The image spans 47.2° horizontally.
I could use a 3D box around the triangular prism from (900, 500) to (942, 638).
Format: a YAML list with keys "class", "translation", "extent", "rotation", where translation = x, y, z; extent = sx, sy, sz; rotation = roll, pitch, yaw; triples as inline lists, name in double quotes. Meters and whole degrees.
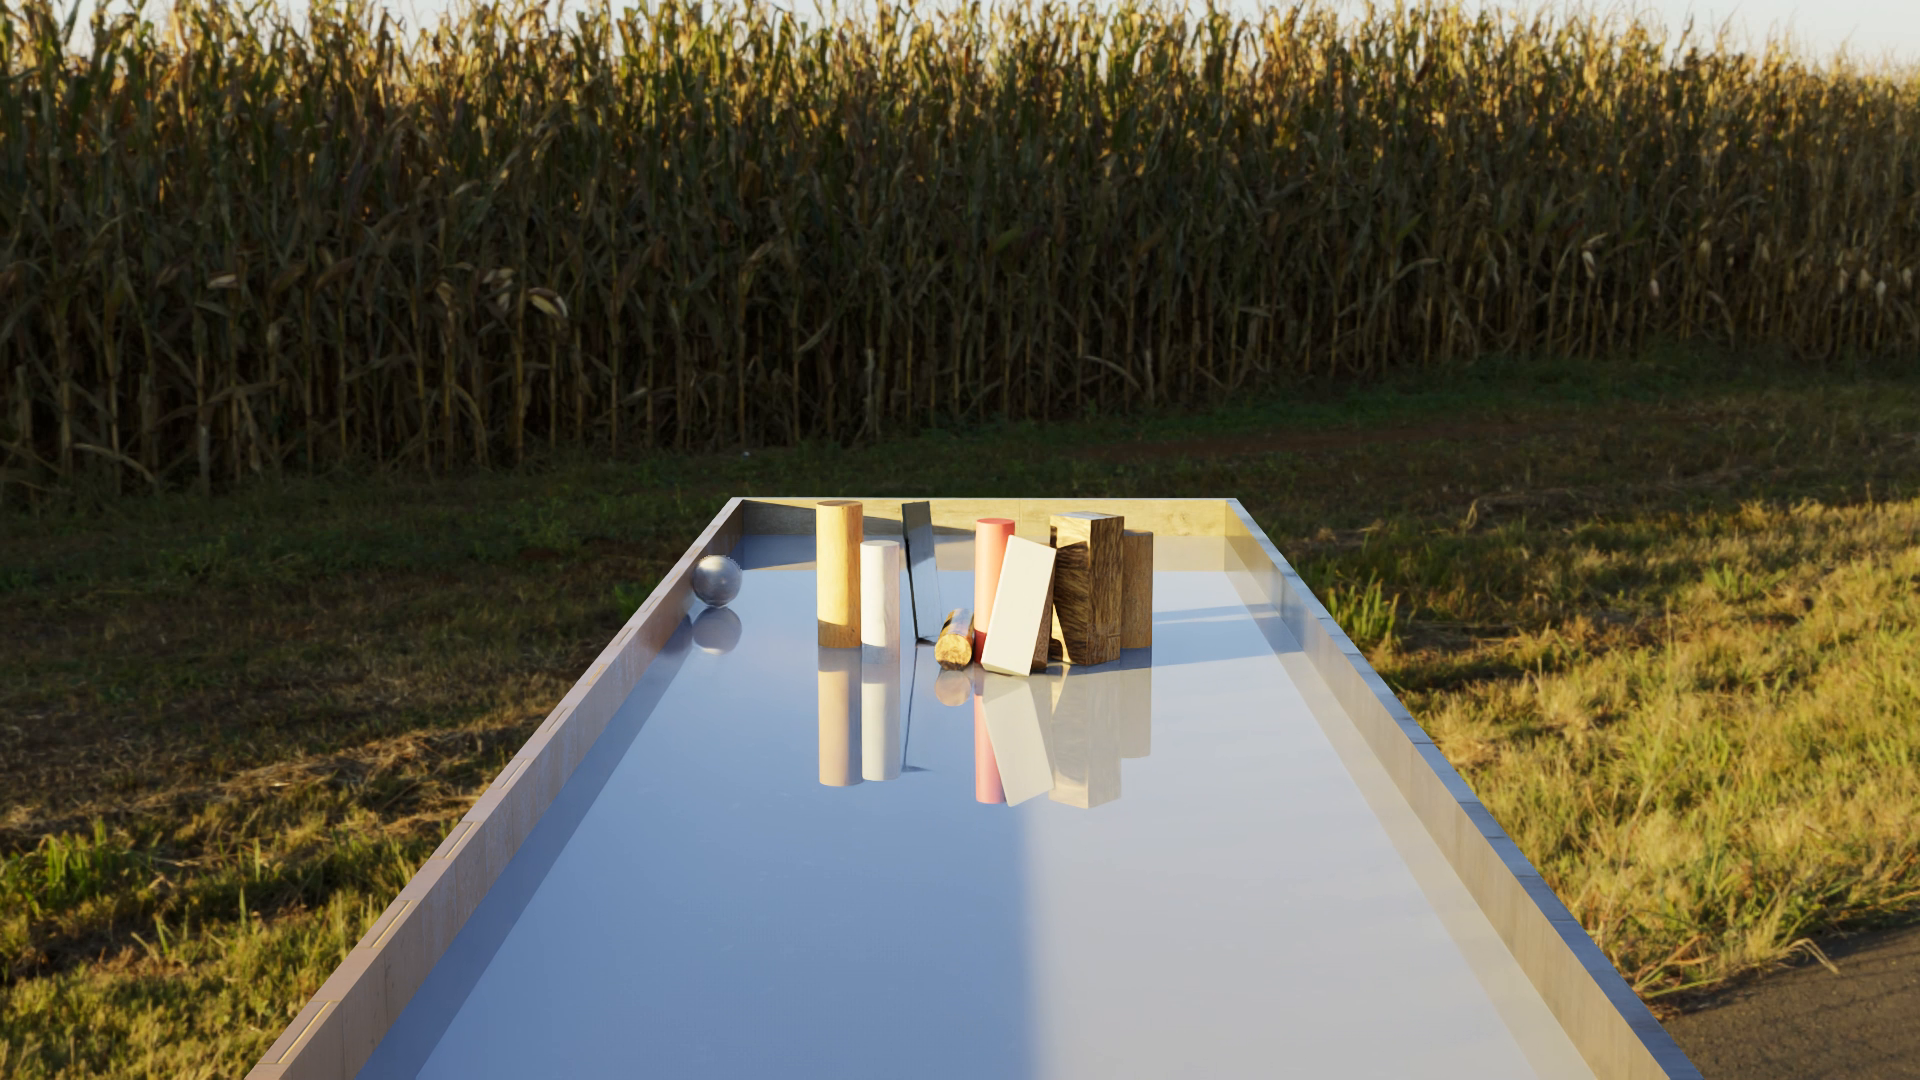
- class: "triangular prism"
  translation: [-0.138, 0.095, 7.007]
  extent: [0.102, 0.430, 0.088]
  rotation: [-6, 1, -25]

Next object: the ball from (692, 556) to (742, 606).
- class: "ball"
  translation: [-0.837, 0.142, 7.568]
  extent: [0.170, 0.170, 0.170]
  rotation: [0, 9, 0]

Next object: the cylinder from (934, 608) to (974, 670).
- class: "cylinder"
  translation: [-0.008, 0.302, 6.750]
  extent: [0.109, 0.109, 0.417]
  rotation: [1, 9, 4]

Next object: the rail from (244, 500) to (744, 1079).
- class: "rail"
  translation: [-1.004, 0.839, 3.234]
  extent: [0.050, 0.150, 12.000]
  rotation: [0, 9, 1]

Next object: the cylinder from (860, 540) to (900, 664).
- class: "cylinder"
  translation: [-0.241, 0.189, 6.665]
  extent: [0.118, 0.361, 0.118]
  rotation: [0, 9, 0]

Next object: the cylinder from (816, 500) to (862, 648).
- class: "cylinder"
  translation: [-0.377, 0.106, 6.916]
  extent: [0.145, 0.446, 0.145]
  rotation: [0, 9, 0]

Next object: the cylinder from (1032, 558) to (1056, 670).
- class: "cylinder"
  translation: [0.219, 0.203, 6.578]
  extent: [0.112, 0.348, 0.112]
  rotation: [5, -18, 2]

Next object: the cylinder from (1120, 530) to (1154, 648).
- class: "cylinder"
  translation: [0.533, 0.152, 6.920]
  extent: [0.148, 0.354, 0.148]
  rotation: [0, 9, 0]

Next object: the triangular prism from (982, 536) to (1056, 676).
- class: "triangular prism"
  translation: [0.150, 0.200, 6.510]
  extent: [0.153, 0.387, 0.133]
  rotation: [17, -13, -20]

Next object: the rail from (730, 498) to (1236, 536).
- class: "rail"
  translation: [0.099, -0.098, 9.147]
  extent: [2.100, 0.150, 0.050]
  rotation: [0, 9, 1]

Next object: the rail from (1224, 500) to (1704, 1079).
- class: "rail"
  translation: [1.046, 0.843, 3.208]
  extent: [0.050, 0.150, 12.000]
  rotation: [0, 9, 1]

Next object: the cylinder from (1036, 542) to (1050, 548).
- class: "cylinder"
  translation: [0.247, 0.172, 6.941]
  extent: [0.155, 0.307, 0.155]
  rotation: [0, 9, 0]

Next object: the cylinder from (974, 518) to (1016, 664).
- class: "cylinder"
  translation: [0.104, 0.155, 6.654]
  extent: [0.117, 0.429, 0.117]
  rotation: [1, 10, 0]

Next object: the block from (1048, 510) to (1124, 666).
- class: "block"
  translation: [0.381, 0.143, 6.686]
  extent: [0.158, 0.440, 0.158]
  rotation: [9, 11, 43]
